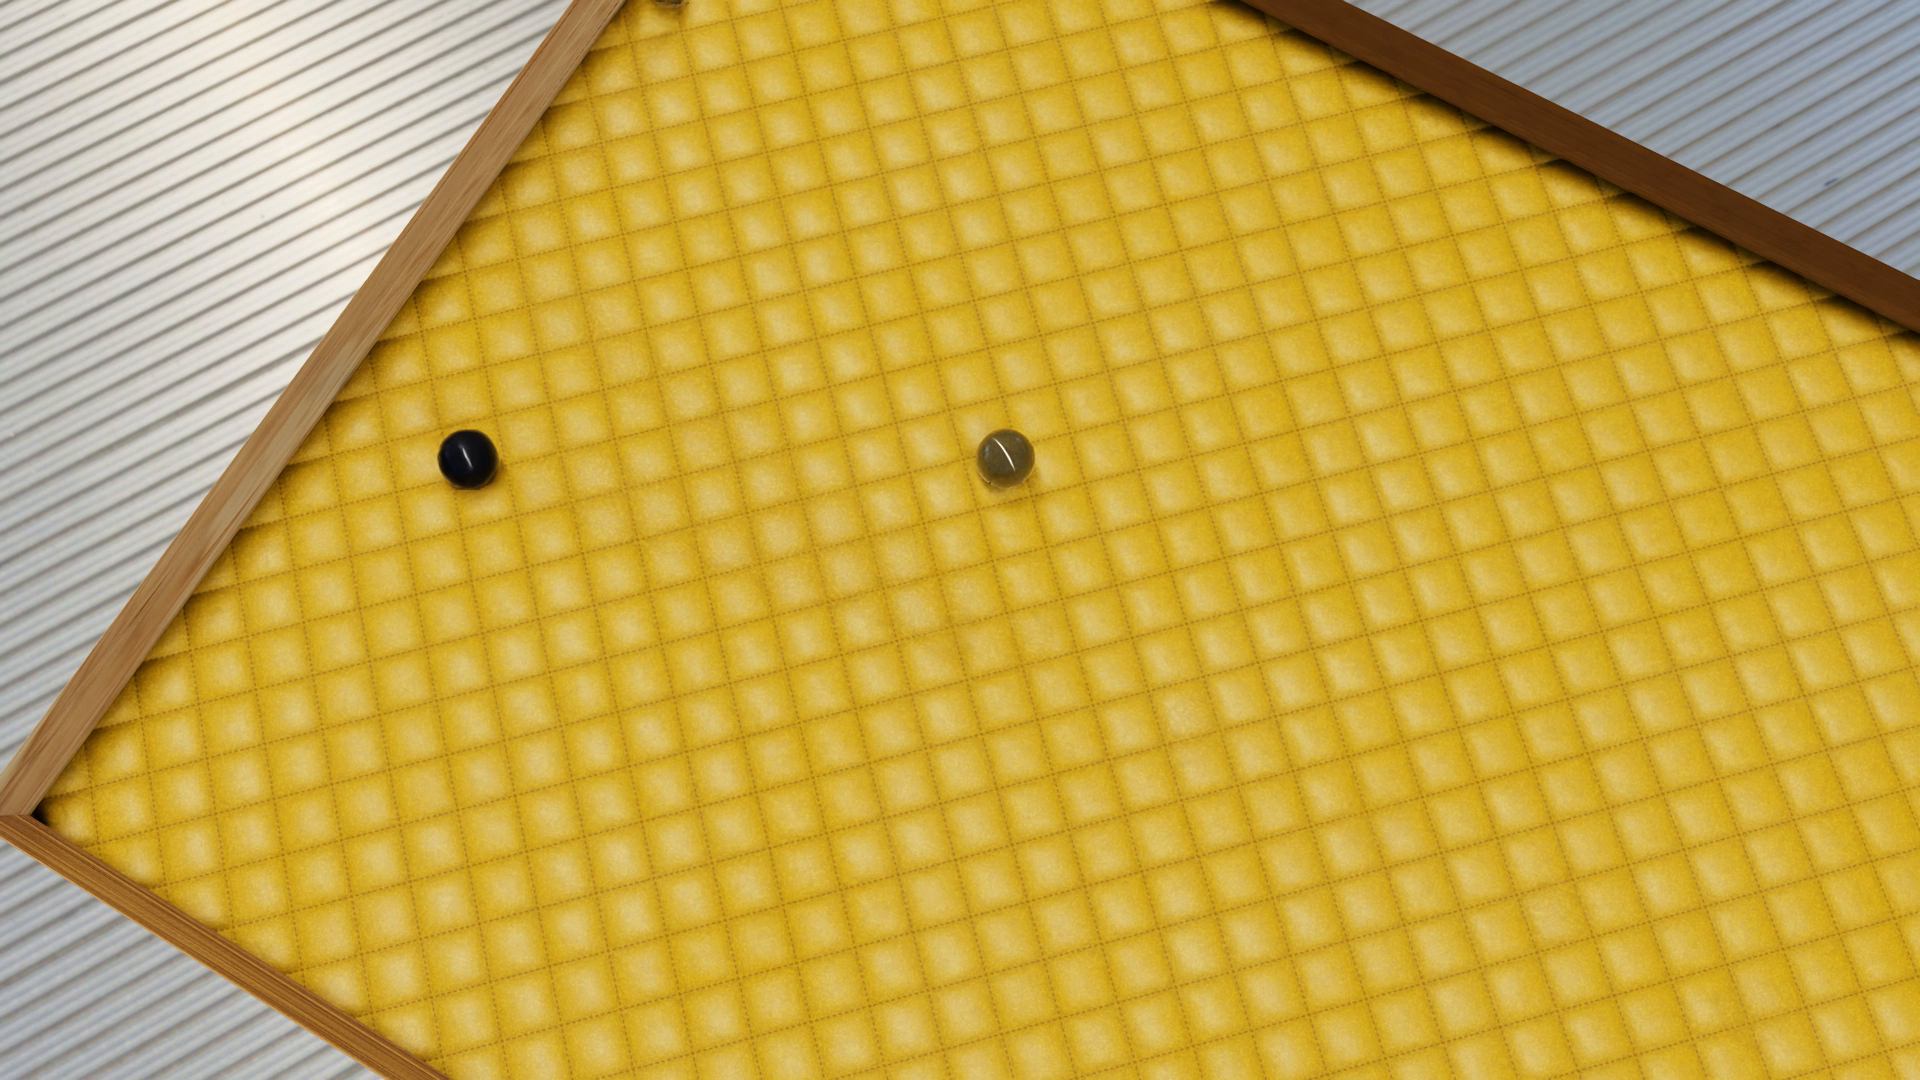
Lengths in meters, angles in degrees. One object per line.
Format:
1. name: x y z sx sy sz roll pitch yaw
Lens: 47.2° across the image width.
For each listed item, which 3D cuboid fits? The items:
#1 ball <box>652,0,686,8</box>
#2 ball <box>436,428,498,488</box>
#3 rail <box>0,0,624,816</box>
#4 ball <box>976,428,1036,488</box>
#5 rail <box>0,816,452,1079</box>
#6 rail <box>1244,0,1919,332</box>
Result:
1. ball: -0.496 -0.948 3.749 0.080 0.080 0.080 0 71 0
2. ball: -0.774 -0.128 3.456 0.094 0.094 0.094 0 71 0
3. rail: -0.859 -0.477 3.561 0.045 0.123 2.231 29 73 10
4. ball: 0.072 -0.128 3.456 0.095 0.095 0.095 0 71 0
5. rail: 0.331 1.369 2.918 4.071 0.123 0.045 29 73 10
6. rail: 1.428 -0.414 3.539 4.071 0.123 0.045 29 73 10
